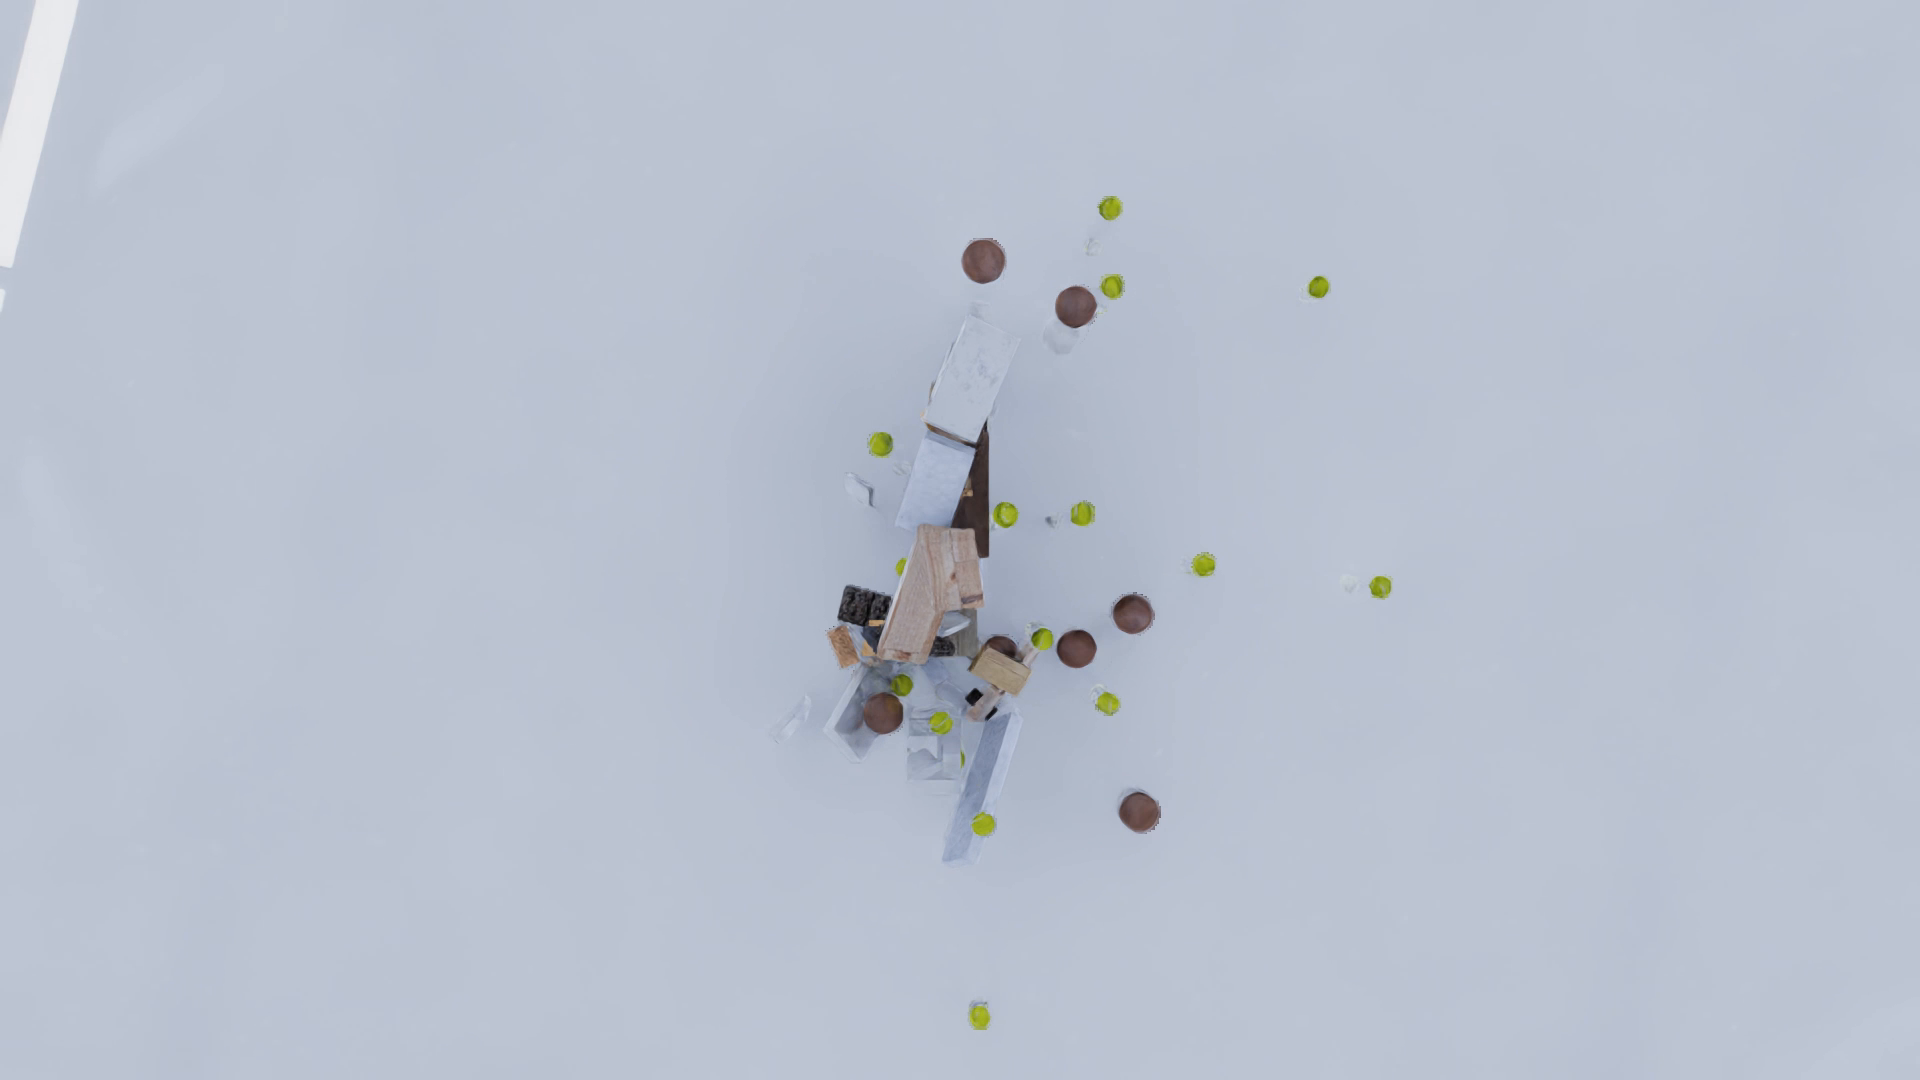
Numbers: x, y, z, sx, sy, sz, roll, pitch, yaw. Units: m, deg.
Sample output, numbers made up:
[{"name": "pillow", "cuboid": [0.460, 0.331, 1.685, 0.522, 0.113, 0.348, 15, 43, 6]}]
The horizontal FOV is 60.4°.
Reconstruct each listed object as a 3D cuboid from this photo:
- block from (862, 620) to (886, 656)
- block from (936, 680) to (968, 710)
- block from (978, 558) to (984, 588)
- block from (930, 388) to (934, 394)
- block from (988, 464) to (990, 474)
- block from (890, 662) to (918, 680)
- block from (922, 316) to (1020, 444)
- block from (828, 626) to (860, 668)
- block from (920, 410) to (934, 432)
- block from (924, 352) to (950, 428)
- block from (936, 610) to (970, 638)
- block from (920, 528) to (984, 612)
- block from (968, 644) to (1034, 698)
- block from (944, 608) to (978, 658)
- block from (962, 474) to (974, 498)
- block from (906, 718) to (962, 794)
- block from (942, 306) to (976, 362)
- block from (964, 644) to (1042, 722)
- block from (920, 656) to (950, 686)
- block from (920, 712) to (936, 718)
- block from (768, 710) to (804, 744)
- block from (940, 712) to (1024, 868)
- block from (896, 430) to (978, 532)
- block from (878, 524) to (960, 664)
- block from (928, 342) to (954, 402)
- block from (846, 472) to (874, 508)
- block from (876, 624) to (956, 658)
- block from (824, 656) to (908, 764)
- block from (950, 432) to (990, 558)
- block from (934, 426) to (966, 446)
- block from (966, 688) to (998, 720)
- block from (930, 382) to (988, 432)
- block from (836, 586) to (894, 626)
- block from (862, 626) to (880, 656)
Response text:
[{"name": "block", "cuboid": [-0.277, 0.321, 5.398, 0.064, 0.018, 0.128, 1, 54, 16]}, {"name": "block", "cuboid": [-0.022, 0.518, 5.493, 0.105, 0.015, 0.053, 36, 90, 0]}, {"name": "block", "cuboid": [0.000, 0.010, 5.188, 0.146, 0.041, 0.292, 0, 90, 0]}, {"name": "block", "cuboid": [-0.026, -0.373, 4.951, 0.118, 0.237, 0.034, -4, 134, -2]}, {"name": "block", "cuboid": [-0.006, -0.213, 4.925, 0.178, 0.356, 0.050, -2, 89, 0]}, {"name": "block", "cuboid": [-0.177, 0.413, 5.429, 0.018, 0.128, 0.064, 40, 124, 21]}, {"name": "block", "cuboid": [0.029, -0.430, 4.425, 0.153, 0.043, 0.307, 24, 86, -12]}, {"name": "block", "cuboid": [-0.378, 0.349, 5.376, 0.064, 0.018, 0.128, -22, 93, -4]}, {"name": "block", "cuboid": [-0.042, -0.318, 4.623, 0.086, 0.171, 0.024, -34, 49, 0]}, {"name": "block", "cuboid": [0.010, -0.409, 4.591, 0.153, 0.307, 0.043, 5, 60, -13]}, {"name": "block", "cuboid": [-0.045, 0.257, 5.120, 0.082, 0.247, 0.023, 26, 103, 15]}, {"name": "block", "cuboid": [-0.019, 0.087, 4.639, 0.149, 0.298, 0.042, -5, 49, 3]}, {"name": "block", "cuboid": [0.131, 0.417, 5.282, 0.200, 0.028, 0.100, 30, 94, -30]}, {"name": "block", "cuboid": [0.001, 0.263, 5.264, 0.110, 0.031, 0.220, -2, 90, 0]}, {"name": "block", "cuboid": [-0.021, -0.200, 4.651, 0.086, 0.024, 0.171, -13, 112, -1]}, {"name": "block", "cuboid": [-0.080, 0.674, 5.166, 0.168, 0.337, 0.048, 0, 118, -1]}, {"name": "block", "cuboid": [-0.002, -0.591, 4.907, 0.104, 0.030, 0.209, -1, 90, 0]}, {"name": "block", "cuboid": [0.142, 0.468, 5.393, 0.028, 0.100, 0.320, 43, 102, 19]}, {"name": "block", "cuboid": [-0.095, 0.415, 5.491, 0.065, 0.018, 0.131, -34, 90, 0]}, {"name": "block", "cuboid": [-0.104, 0.625, 5.493, 0.053, 0.015, 0.105, 1, 90, 0]}, {"name": "block", "cuboid": [-0.562, 0.606, 5.315, 0.100, 0.200, 0.028, -44, 80, -7]}, {"name": "block", "cuboid": [0.073, 0.805, 5.311, 0.048, 0.168, 0.505, 29, 62, -19]}, {"name": "block", "cuboid": [-0.068, -0.145, 4.590, 0.149, 0.042, 0.298, 21, 122, 3]}, {"name": "block", "cuboid": [-0.109, 0.165, 4.791, 0.149, 0.580, 0.042, 8, 48, -11]}, {"name": "block", "cuboid": [0.014, -0.456, 4.711, 0.153, 0.444, 0.043, -11, 73, -14]}, {"name": "block", "cuboid": [-0.331, -0.165, 5.421, 0.018, 0.131, 0.065, -22, 129, -31]}, {"name": "block", "cuboid": [-0.137, 0.314, 5.163, 0.233, 0.117, 0.033, 1, 131, -36]}, {"name": "block", "cuboid": [-0.304, 0.537, 5.347, 0.168, 0.048, 0.337, 53, 49, -30]}, {"name": "block", "cuboid": [-0.007, -0.129, 4.720, 0.178, 0.050, 0.356, 0, 89, 0]}, {"name": "block", "cuboid": [-0.029, -0.311, 4.560, 0.086, 0.024, 0.171, -4, 111, -12]}, {"name": "block", "cuboid": [0.071, 0.546, 5.484, 0.053, 0.015, 0.105, -44, 98, -3]}, {"name": "block", "cuboid": [-0.003, -0.314, 5.128, 0.174, 0.049, 0.347, 0, 90, 0]}, {"name": "block", "cuboid": [-0.231, 0.249, 5.460, 0.335, 0.033, 0.117, 14, 89, 8]}, {"name": "block", "cuboid": [-0.182, 0.317, 5.229, 0.233, 0.117, 0.033, 1, 121, -33]}]
